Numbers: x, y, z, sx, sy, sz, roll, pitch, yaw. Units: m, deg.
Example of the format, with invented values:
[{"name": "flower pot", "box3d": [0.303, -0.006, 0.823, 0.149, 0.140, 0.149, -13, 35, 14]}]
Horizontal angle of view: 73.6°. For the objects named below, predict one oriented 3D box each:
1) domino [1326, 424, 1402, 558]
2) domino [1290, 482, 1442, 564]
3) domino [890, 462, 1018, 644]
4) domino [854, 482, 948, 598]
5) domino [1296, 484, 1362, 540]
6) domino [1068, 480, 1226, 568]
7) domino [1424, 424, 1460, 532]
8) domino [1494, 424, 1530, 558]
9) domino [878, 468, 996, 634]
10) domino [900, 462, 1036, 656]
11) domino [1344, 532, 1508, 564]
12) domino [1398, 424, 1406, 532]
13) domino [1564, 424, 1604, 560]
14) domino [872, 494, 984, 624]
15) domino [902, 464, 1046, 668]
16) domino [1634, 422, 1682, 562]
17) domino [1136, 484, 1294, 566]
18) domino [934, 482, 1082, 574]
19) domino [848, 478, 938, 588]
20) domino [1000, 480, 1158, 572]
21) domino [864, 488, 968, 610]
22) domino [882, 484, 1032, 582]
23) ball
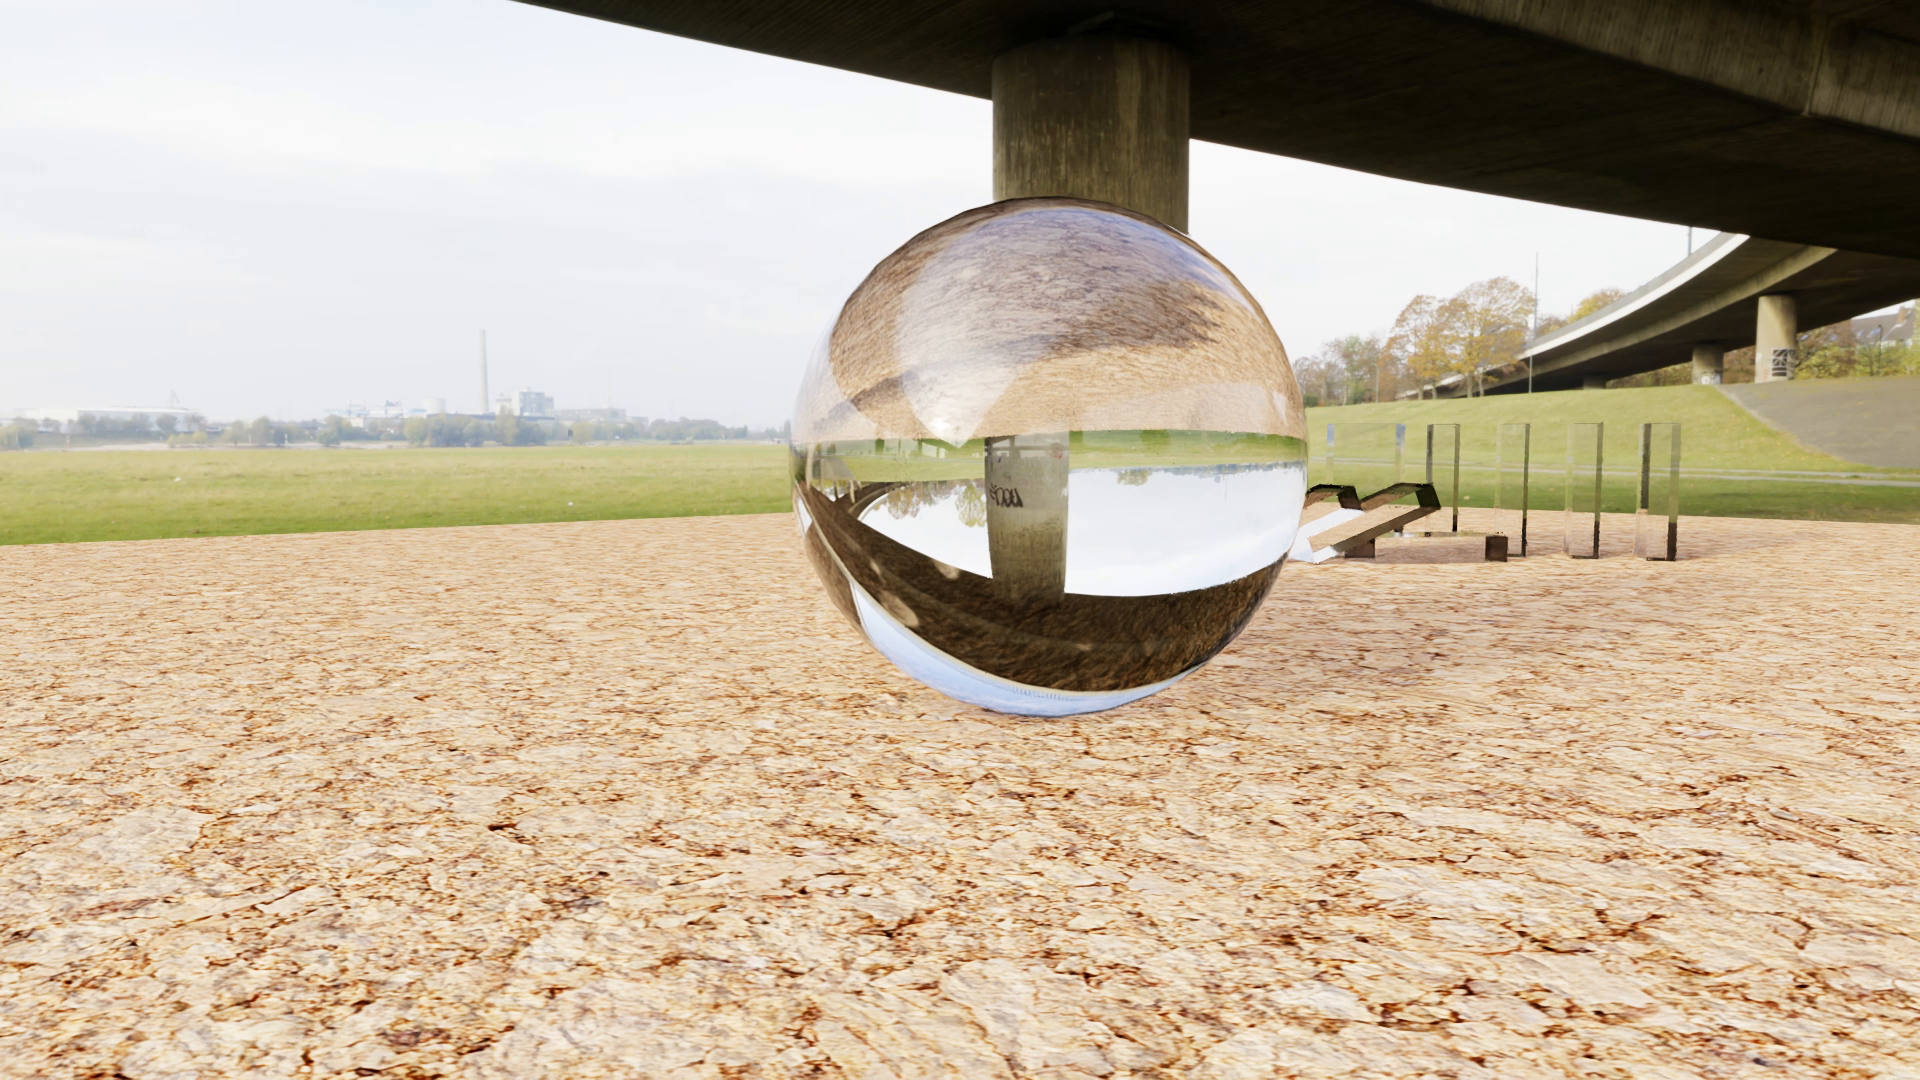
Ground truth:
[{"name": "domino", "box3d": [0.152, -0.019, 0.484, 0.025, 0.050, 0.009, 0, 4, 0]}, {"name": "domino", "box3d": [0.145, -0.007, 0.465, 0.050, 0.009, 0.025, -23, 7, -6]}, {"name": "domino", "box3d": [-0.002, 0.002, 0.290, 0.025, 0.010, 0.050, 0, 42, -5]}, {"name": "domino", "box3d": [-0.018, -0.001, 0.375, 0.025, 0.010, 0.050, -2, 29, -5]}, {"name": "domino", "box3d": [0.116, -0.006, 0.464, 0.050, 0.009, 0.025, -23, 9, -10]}, {"name": "domino", "box3d": [0.066, -0.006, 0.456, 0.050, 0.010, 0.025, -26, 12, -17]}, {"name": "domino", "box3d": [0.187, -0.020, 0.499, 0.009, 0.050, 0.025, 1, 4, 15]}, {"name": "domino", "box3d": [0.211, -0.019, 0.492, 0.010, 0.050, 0.025, 1, 5, 18]}, {"name": "domino", "box3d": [-0.006, 0.001, 0.306, 0.025, 0.009, 0.050, 0, 39, -5]}, {"name": "domino", "box3d": [0.001, 0.003, 0.275, 0.025, 0.009, 0.050, 0, 42, -5]}, {"name": "domino", "box3d": [0.170, 0.003, 0.469, 0.050, 0.010, 0.025, -1, 4, -7]}, {"name": "domino", "box3d": [0.163, -0.020, 0.503, 0.009, 0.050, 0.025, -1, 4, -11]}, {"name": "domino", "box3d": [0.235, -0.019, 0.484, 0.009, 0.050, 0.025, 2, 5, 20]}, {"name": "domino", "box3d": [-0.009, 0.004, 0.326, 0.025, 0.010, 0.050, 0, 28, -6]}, {"name": "domino", "box3d": [0.002, 0.004, 0.260, 0.025, 0.010, 0.050, 0, 42, -5]}, {"name": "domino", "box3d": [0.258, -0.018, 0.476, 0.010, 0.050, 0.025, 1, 5, 19]}, {"name": "domino", "box3d": [0.091, -0.006, 0.460, 0.050, 0.009, 0.025, -24, 9, -11]}, {"name": "domino", "box3d": [0.017, -0.005, 0.439, 0.025, 0.010, 0.050, 2, 28, 41]}, {"name": "domino", "box3d": [-0.021, -0.003, 0.399, 0.025, 0.010, 0.050, -4, 30, -4]}, {"name": "domino", "box3d": [0.042, -0.006, 0.449, 0.050, 0.009, 0.025, -30, 18, -25]}, {"name": "domino", "box3d": [-0.013, 0.001, 0.351, 0.025, 0.009, 0.050, -1, 29, -6]}, {"name": "domino", "box3d": [0.000, -0.003, 0.419, 0.025, 0.009, 0.050, 3, 29, 35]}, {"name": "ball", "box3d": [0.013, -0.013, 0.201, 0.080, 0.080, 0.080, 0, 4, 0]}]
